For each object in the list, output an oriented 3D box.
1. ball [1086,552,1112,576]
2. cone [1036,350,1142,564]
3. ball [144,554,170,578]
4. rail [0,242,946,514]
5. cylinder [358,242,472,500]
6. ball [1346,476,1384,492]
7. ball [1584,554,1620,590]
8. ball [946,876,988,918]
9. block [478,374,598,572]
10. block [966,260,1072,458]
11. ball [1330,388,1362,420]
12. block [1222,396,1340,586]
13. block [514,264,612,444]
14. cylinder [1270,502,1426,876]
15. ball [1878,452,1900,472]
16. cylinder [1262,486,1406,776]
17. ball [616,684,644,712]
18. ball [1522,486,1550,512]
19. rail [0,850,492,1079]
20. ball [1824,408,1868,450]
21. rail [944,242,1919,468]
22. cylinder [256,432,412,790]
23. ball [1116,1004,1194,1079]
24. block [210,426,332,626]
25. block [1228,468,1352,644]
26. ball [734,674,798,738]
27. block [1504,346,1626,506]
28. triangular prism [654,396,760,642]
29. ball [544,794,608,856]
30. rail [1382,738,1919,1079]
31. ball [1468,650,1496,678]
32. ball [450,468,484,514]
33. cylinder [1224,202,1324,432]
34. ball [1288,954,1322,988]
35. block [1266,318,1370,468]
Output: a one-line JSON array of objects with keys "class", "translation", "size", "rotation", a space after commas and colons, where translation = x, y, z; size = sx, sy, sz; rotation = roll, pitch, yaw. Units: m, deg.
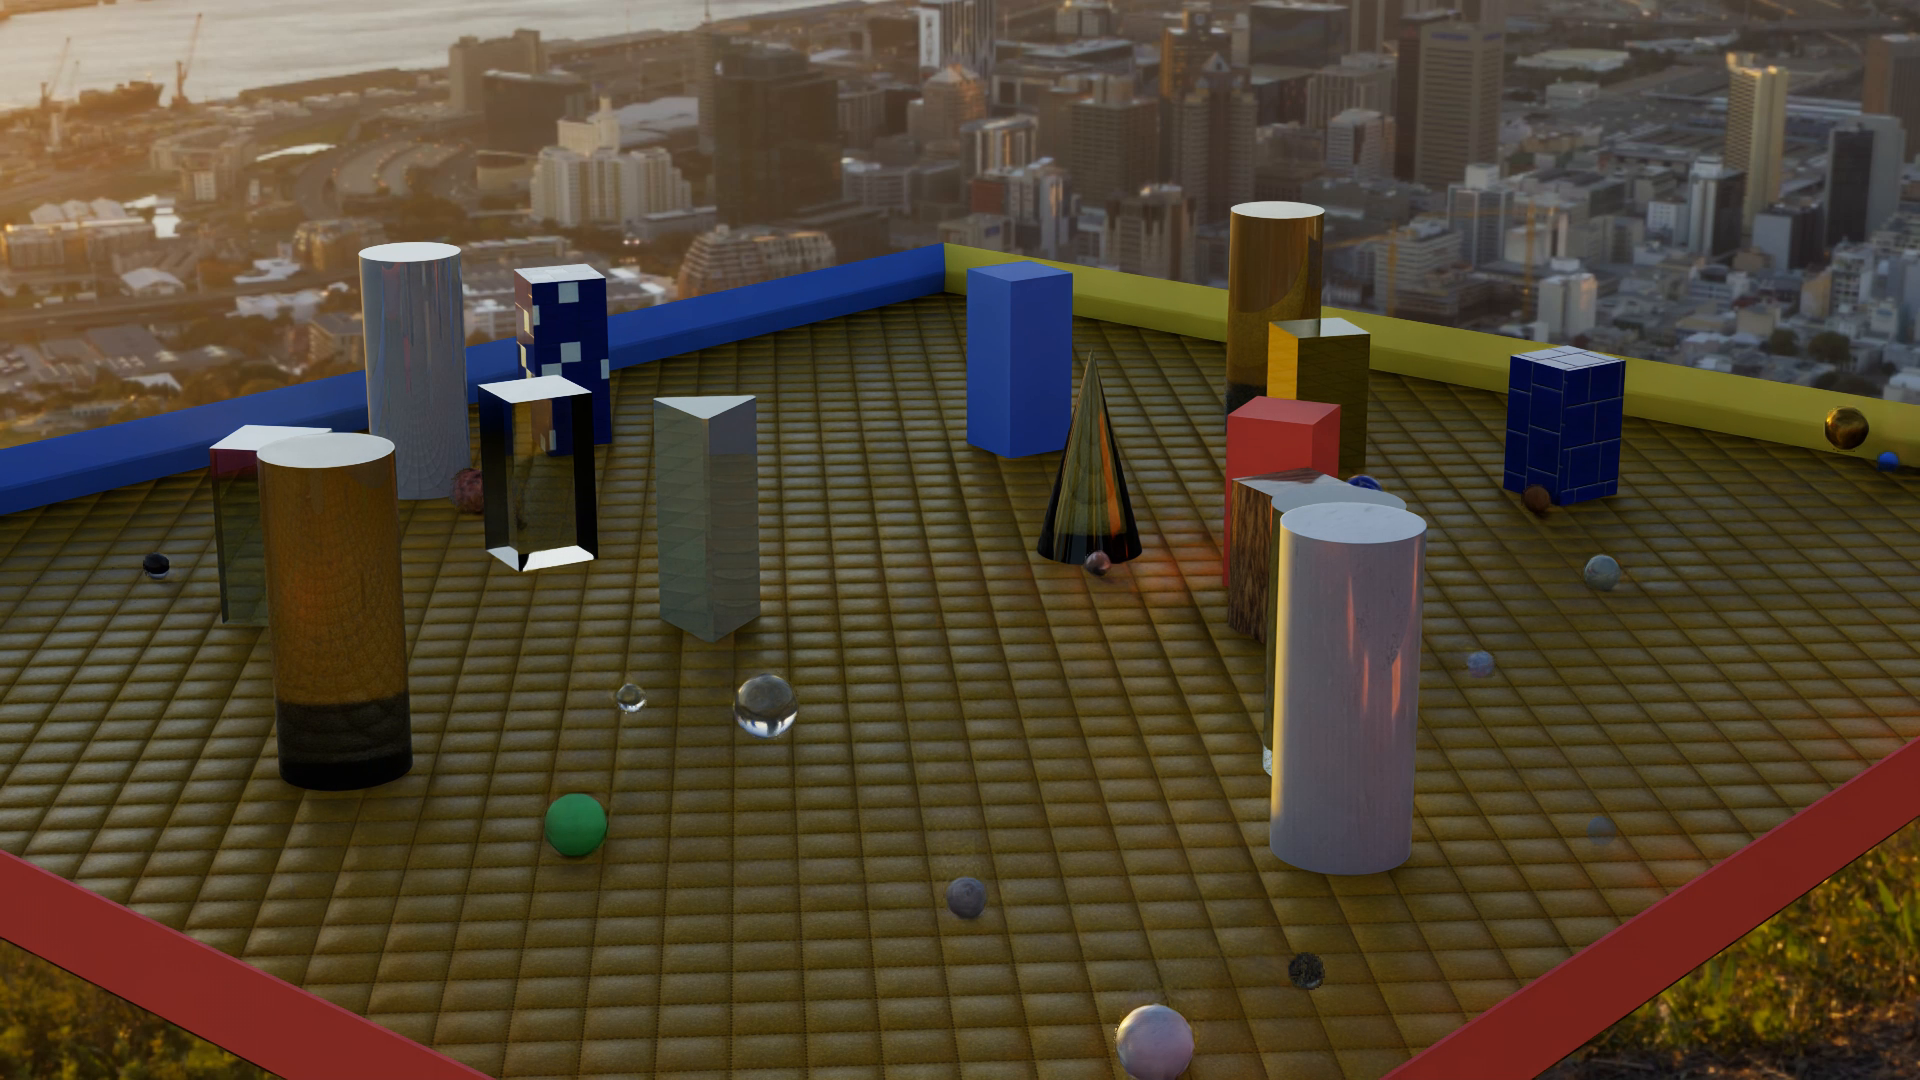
[{"class": "ball", "translation": [0.247, 0.043, 5.226], "size": [0.046, 0.046, 0.046], "rotation": [0, 17, 0]}, {"class": "cone", "translation": [0.238, -0.166, 5.333], "size": [0.194, 0.384, 0.194], "rotation": [0, 17, 0]}, {"class": "ball", "translation": [-1.428, 0.047, 5.215], "size": [0.044, 0.044, 0.044], "rotation": [0, 17, 0]}, {"class": "rail", "translation": [-1.268, -0.286, 6.174], "size": [0.045, 0.126, 3.795], "rotation": [14, 22, 39]}, {"class": "cylinder", "translation": [-1.063, -0.331, 5.731], "size": [0.194, 0.470, 0.194], "rotation": [0, 17, 0]}, {"class": "ball", "translation": [0.759, -0.078, 5.551], "size": [0.090, 0.090, 0.090], "rotation": [0, 17, 0]}, {"class": "ball", "translation": [1.126, 0.057, 5.147], "size": [0.064, 0.064, 0.064], "rotation": [0, 17, 0]}, {"class": "ball", "translation": [0.008, 0.465, 3.813], "size": [0.054, 0.054, 0.054], "rotation": [0, 17, 0]}, {"class": "block", "translation": [-0.765, -0.123, 5.315], "size": [0.155, 0.311, 0.155], "rotation": [-10, 19, -29]}, {"class": "block", "translation": [0.122, -0.374, 6.046], "size": [0.155, 0.369, 0.155], "rotation": [-11, 20, -33]}, {"class": "ball", "translation": [0.830, -0.294, 6.301], "size": [0.069, 0.069, 0.069], "rotation": [0, 17, 0]}, {"class": "block", "translation": [0.567, -0.079, 5.170], "size": [0.155, 0.310, 0.155], "rotation": [8, 18, 24]}, {"class": "block", "translation": [-0.827, -0.382, 6.106], "size": [0.155, 0.351, 0.155], "rotation": [-7, 18, -21]}, {"class": "cylinder", "translation": [0.524, 0.200, 3.975], "size": [0.194, 0.467, 0.194], "rotation": [0, 17, 0]}, {"class": "ball", "translation": [1.868, -0.157, 5.897], "size": [0.041, 0.041, 0.041], "rotation": [0, 17, 0]}, {"class": "cylinder", "translation": [0.545, 0.141, 4.278], "size": [0.194, 0.405, 0.194], "rotation": [0, 17, 0]}, {"class": "ball", "translation": [-0.512, 0.245, 4.557], "size": [0.044, 0.044, 0.044], "rotation": [0, 17, 0]}, {"class": "ball", "translation": [1.104, -0.078, 5.615], "size": [0.052, 0.052, 0.052], "rotation": [0, 17, 0]}, {"class": "rail", "translation": [-1.228, 0.440, 3.766], "size": [3.406, 0.126, 0.045], "rotation": [14, 22, 39]}, {"class": "ball", "translation": [1.766, -0.222, 5.841], "size": [0.084, 0.084, 0.084], "rotation": [0, 17, 0]}, {"class": "rail", "translation": [1.228, -0.377, 6.475], "size": [3.406, 0.126, 0.045], "rotation": [14, 22, 39]}, {"class": "cylinder", "translation": [-0.907, 0.103, 4.265], "size": [0.194, 0.485, 0.194], "rotation": [0, 17, 0]}, {"class": "ball", "translation": [0.224, 0.579, 3.370], "size": [0.090, 0.090, 0.090], "rotation": [0, 17, 0]}, {"class": "block", "translation": [-1.162, -0.024, 4.991], "size": [0.155, 0.309, 0.155], "rotation": [3, 17, 9]}, {"class": "block", "translation": [0.559, 0.030, 4.900], "size": [0.155, 0.257, 0.155], "rotation": [-9, 19, -28]}, {"class": "ball", "translation": [-0.294, 0.252, 4.444], "size": [0.097, 0.097, 0.097], "rotation": [0, 17, 0]}, {"class": "block", "translation": [1.180, -0.225, 5.727], "size": [0.155, 0.268, 0.155], "rotation": [-11, 20, -33]}, {"class": "triangular prism", "translation": [-0.403, -0.045, 4.931], "size": [0.146, 0.384, 0.168], "rotation": [-12, 20, -34]}, {"class": "ball", "translation": [-0.525, 0.389, 4.008], "size": [0.086, 0.086, 0.086], "rotation": [0, 17, 0]}, {"class": "rail", "translation": [1.268, 0.350, 4.066], "size": [0.045, 0.126, 3.795], "rotation": [14, 22, 39]}, {"class": "ball", "translation": [0.838, 0.199, 4.710], "size": [0.044, 0.044, 0.044], "rotation": [0, 17, 0]}, {"class": "ball", "translation": [-0.929, -0.093, 5.603], "size": [0.088, 0.088, 0.088], "rotation": [0, 17, 0]}, {"class": "cylinder", "translation": [0.657, -0.456, 6.137], "size": [0.194, 0.475, 0.194], "rotation": [0, 17, 0]}, {"class": "ball", "translation": [0.426, 0.531, 3.613], "size": [0.042, 0.042, 0.042], "rotation": [0, 17, 0]}, {"class": "block", "translation": [0.725, -0.296, 5.949], "size": [0.155, 0.276, 0.155], "rotation": [-5, 17, -15]}]
